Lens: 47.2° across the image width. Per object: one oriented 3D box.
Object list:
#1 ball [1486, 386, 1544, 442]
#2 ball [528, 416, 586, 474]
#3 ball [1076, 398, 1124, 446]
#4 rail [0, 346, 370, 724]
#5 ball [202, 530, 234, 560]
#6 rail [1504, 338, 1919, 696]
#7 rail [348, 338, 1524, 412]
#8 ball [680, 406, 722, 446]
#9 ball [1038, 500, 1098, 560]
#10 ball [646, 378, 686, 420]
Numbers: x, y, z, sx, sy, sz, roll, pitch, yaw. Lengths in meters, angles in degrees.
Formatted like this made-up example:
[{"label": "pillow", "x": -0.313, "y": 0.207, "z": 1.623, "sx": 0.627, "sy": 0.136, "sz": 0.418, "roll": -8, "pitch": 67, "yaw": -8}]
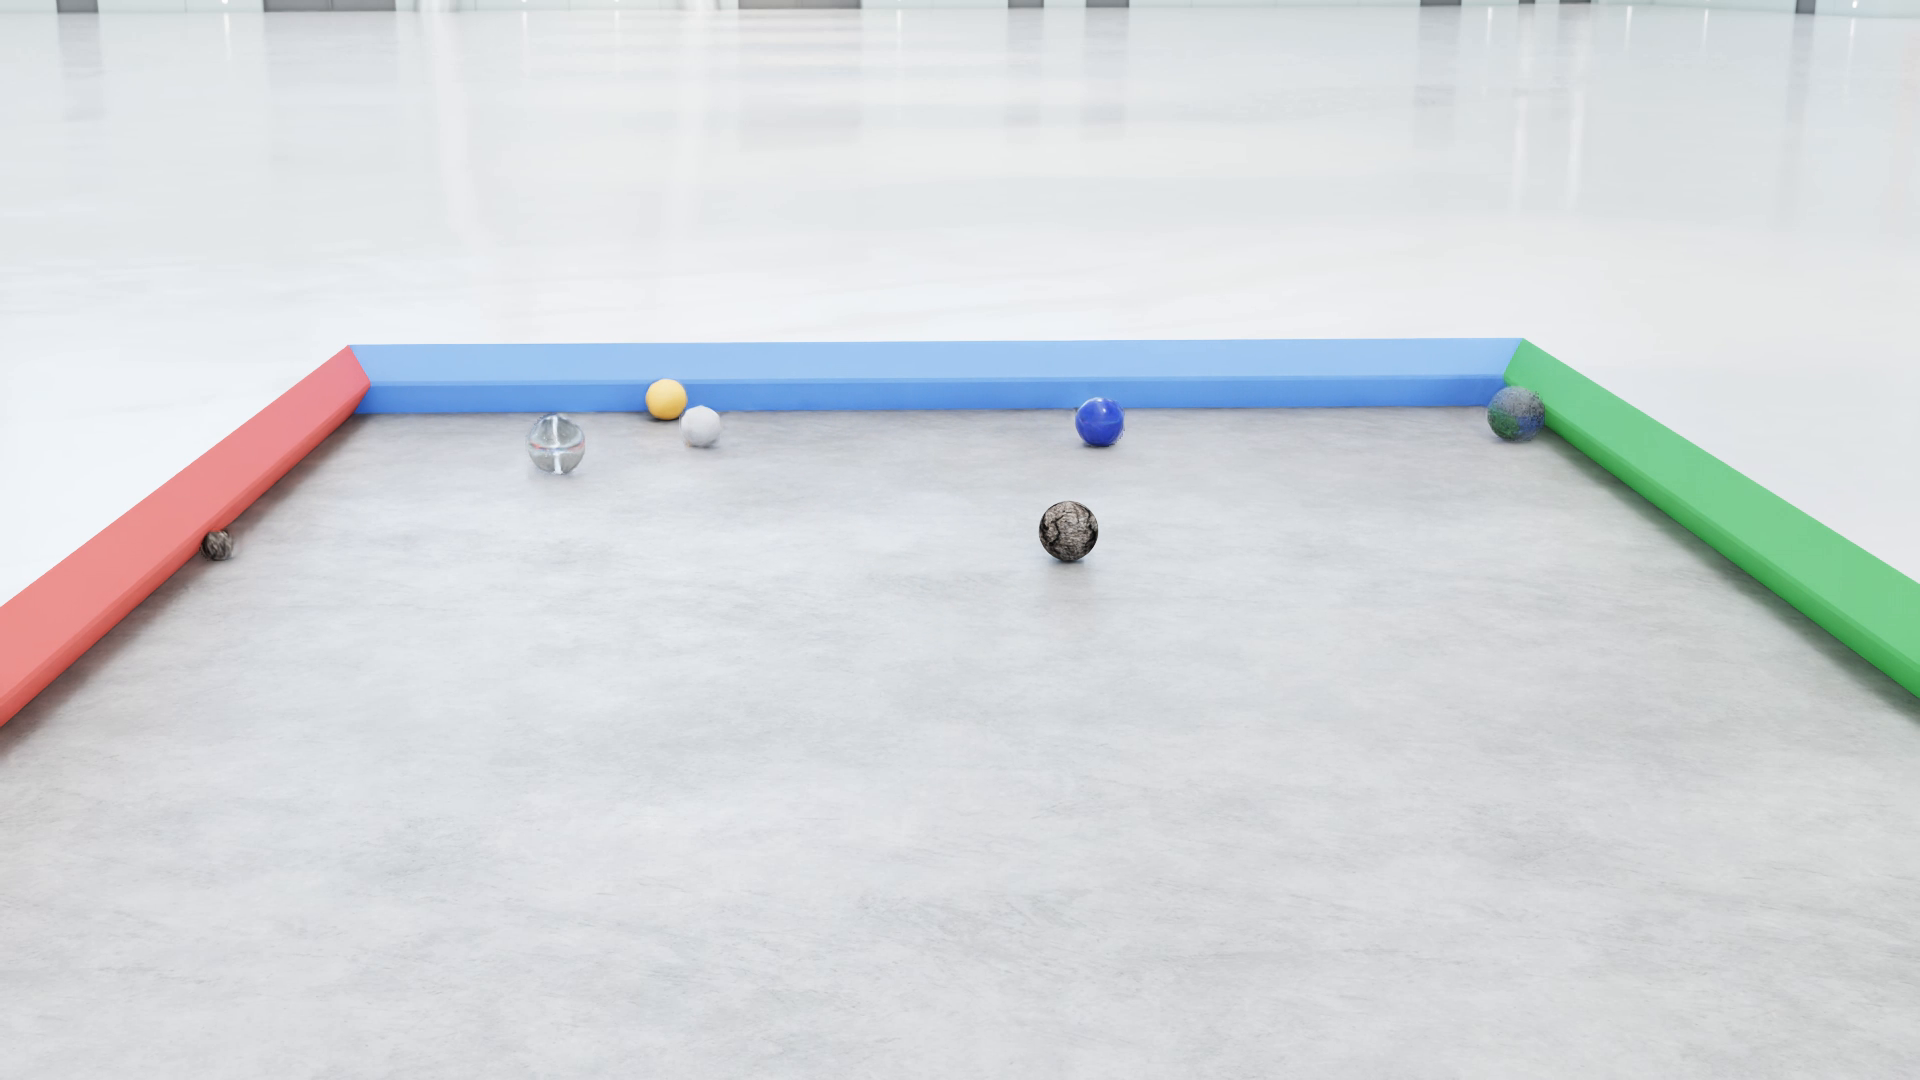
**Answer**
[{"label": "ball", "x": 0.910, "y": -0.207, "z": 3.601, "sx": 0.092, "sy": 0.092, "sz": 0.092, "roll": 0, "pitch": 15, "yaw": 0}, {"label": "ball", "x": -0.620, "y": -0.146, "z": 3.381, "sx": 0.089, "sy": 0.089, "sz": 0.089, "roll": 0, "pitch": 15, "yaw": 0}, {"label": "ball", "x": 0.226, "y": -0.192, "z": 3.569, "sx": 0.079, "sy": 0.079, "sz": 0.079, "roll": 0, "pitch": 15, "yaw": 0}, {"label": "rail", "x": -0.967, "y": 0.249, "z": 1.870, "sx": 0.045, "sy": 0.119, "sz": 4.028, "roll": -1, "pitch": 15, "yaw": -2}, {"label": "ball", "x": -0.983, "y": 0.007, "z": 2.912, "sx": 0.040, "sy": 0.040, "sz": 0.040, "roll": 0, "pitch": 15, "yaw": 0}, {"label": "rail", "x": 1.034, "y": 0.232, "z": 1.935, "sx": 0.045, "sy": 0.119, "sz": 4.028, "roll": -1, "pitch": 15, "yaw": -2}, {"label": "rail", "x": -0.033, "y": -0.282, "z": 3.822, "sx": 2.049, "sy": 0.119, "sz": 0.045, "roll": -1, "pitch": 15, "yaw": -2}, {"label": "ball", "x": -0.420, "y": -0.184, "z": 3.567, "sx": 0.066, "sy": 0.066, "sz": 0.066, "roll": 0, "pitch": 15, "yaw": 0}, {"label": "ball", "x": 0.144, "y": -0.012, "z": 2.909, "sx": 0.080, "sy": 0.080, "sz": 0.080, "roll": 0, "pitch": 15, "yaw": 0}, {"label": "ball", "x": -0.503, "y": -0.241, "z": 3.765, "sx": 0.070, "sy": 0.070, "sz": 0.070, "roll": 0, "pitch": 15, "yaw": 0}]
